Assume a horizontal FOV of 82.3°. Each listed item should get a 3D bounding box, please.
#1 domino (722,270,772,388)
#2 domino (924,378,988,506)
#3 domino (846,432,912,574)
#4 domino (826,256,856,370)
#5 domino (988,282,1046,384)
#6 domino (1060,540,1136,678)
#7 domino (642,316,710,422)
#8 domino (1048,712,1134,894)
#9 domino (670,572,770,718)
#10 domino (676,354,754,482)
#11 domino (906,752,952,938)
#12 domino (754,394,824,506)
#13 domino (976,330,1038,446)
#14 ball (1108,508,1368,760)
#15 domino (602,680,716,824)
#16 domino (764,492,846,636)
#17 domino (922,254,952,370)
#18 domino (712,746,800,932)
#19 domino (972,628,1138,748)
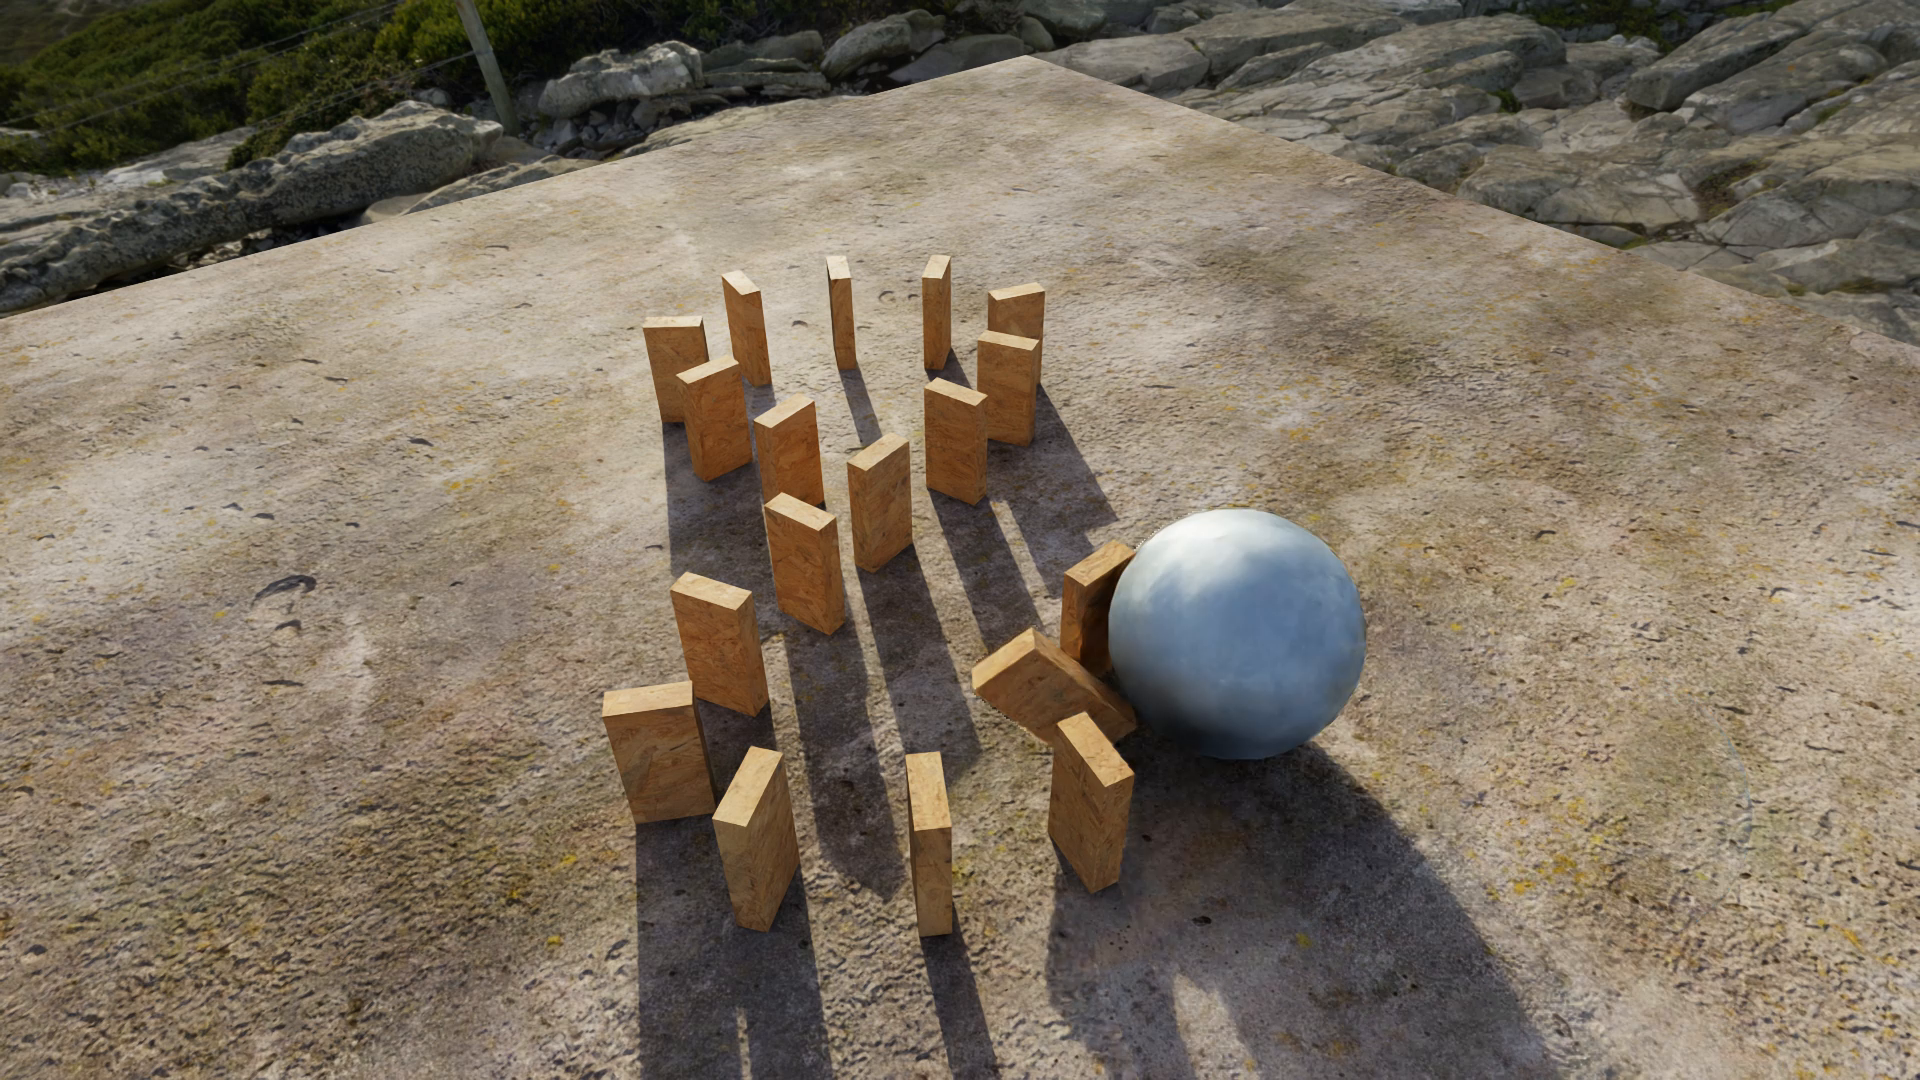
[{"bbox_3d":[-0.104,-0.103,0.537,0.009,0.050,0.025,-21,44,-24],"label":"domino"},{"bbox_3d":[-0.002,-0.041,0.461,0.025,0.050,0.009,23,45,25],"label":"domino"},{"bbox_3d":[-0.031,-0.014,0.429,0.010,0.050,0.025,26,46,28],"label":"domino"},{"bbox_3d":[-0.059,-0.113,0.550,0.009,0.050,0.025,-7,40,-8],"label":"domino"},{"bbox_3d":[0.027,-0.097,0.530,0.025,0.050,0.010,-15,42,-18],"label":"domino"},{"bbox_3d":[0.047,0.027,0.378,0.025,0.050,0.009,-31,47,-32],"label":"domino"},{"bbox_3d":[-0.128,-0.078,0.507,0.025,0.050,0.009,-2,39,-2],"label":"domino"},{"bbox_3d":[0.037,0.076,0.318,0.009,0.050,0.025,-18,43,-21],"label":"domino"},{"bbox_3d":[-0.080,0.036,0.368,0.025,0.050,0.009,15,42,18],"label":"domino"},{"bbox_3d":[-0.105,-0.052,0.475,0.025,0.050,0.010,-30,48,-31],"label":"domino"},{"bbox_3d":[-0.009,0.085,0.307,0.010,0.050,0.025,-5,40,-6],"label":"domino"},{"bbox_3d":[-0.069,-0.032,0.451,0.009,0.050,0.025,25,46,28],"label":"domino"},{"bbox_3d":[0.021,-0.068,0.494,0.025,0.050,0.009,14,41,17],"label":"domino"},{"bbox_3d":[0.087,0.030,0.351,0.080,0.080,0.080,0,39,0],"label":"ball"},{"bbox_3d":[-0.090,0.065,0.332,0.025,0.050,0.009,-7,40,-8],"label":"domino"},{"bbox_3d":[-0.056,0.009,0.400,0.025,0.050,0.010,23,45,26],"label":"domino"},{"bbox_3d":[-0.011,-0.114,0.550,0.010,0.050,0.025,6,40,8],"label":"domino"},{"bbox_3d":[-0.056,0.084,0.308,0.009,0.050,0.025,10,40,12],"label":"domino"},{"bbox_3d":[0.030,0.050,0.347,0.025,0.050,0.009,-38,31,23],"label":"domino"}]
